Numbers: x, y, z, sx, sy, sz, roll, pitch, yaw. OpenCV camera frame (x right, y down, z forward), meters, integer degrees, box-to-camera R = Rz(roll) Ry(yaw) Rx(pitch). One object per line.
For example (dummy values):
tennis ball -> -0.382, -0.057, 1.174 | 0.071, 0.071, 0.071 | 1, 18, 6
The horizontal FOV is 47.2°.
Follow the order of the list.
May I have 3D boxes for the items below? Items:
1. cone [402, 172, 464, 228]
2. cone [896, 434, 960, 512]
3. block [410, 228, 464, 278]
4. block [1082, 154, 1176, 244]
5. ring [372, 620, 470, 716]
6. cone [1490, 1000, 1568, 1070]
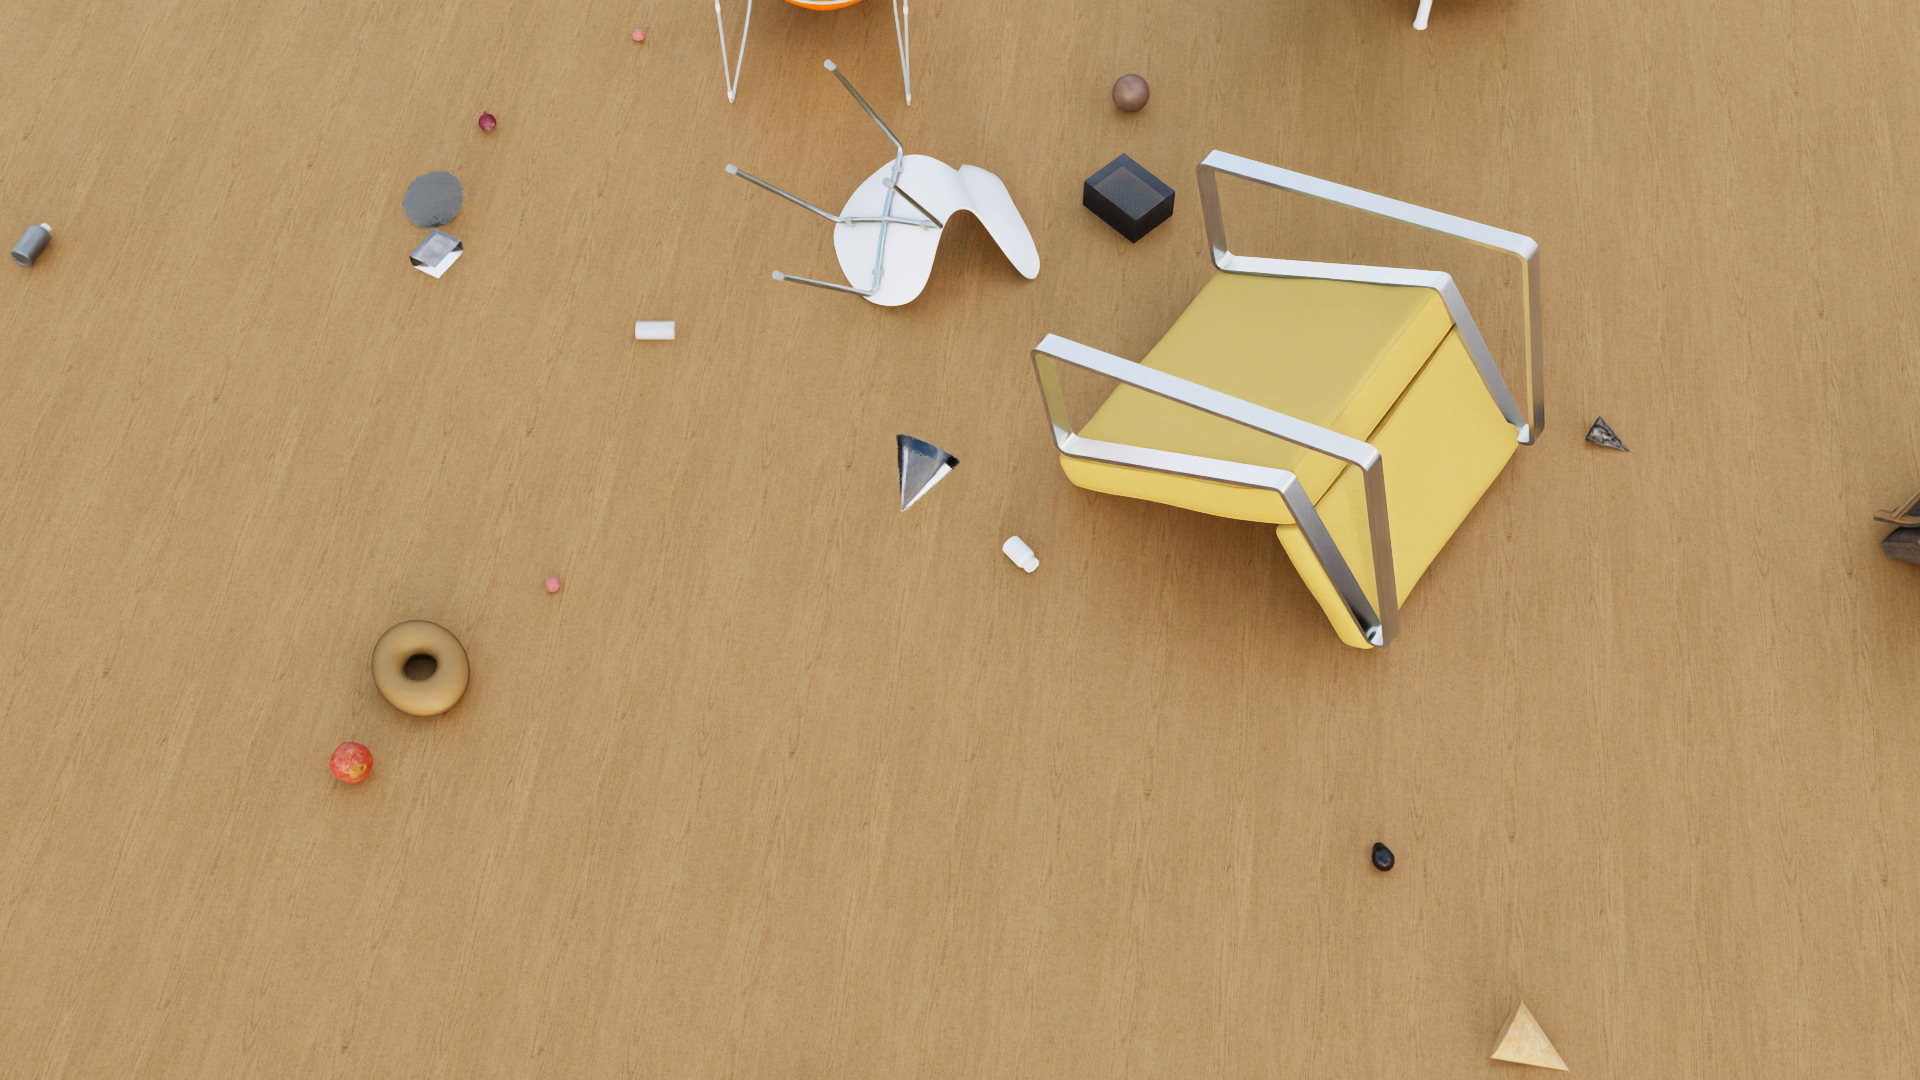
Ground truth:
cone -> -1.741, -1.139, 7.294 | 0.211, 0.172, 0.120 | -35, 19, 5
cone -> -0.136, -0.180, 6.652 | 0.212, 0.135, 0.214 | 24, 78, -8
block -> -1.706, -0.935, 7.170 | 0.106, 0.052, 0.137 | 26, 60, 16
block -> 0.557, -1.129, 7.263 | 0.185, 0.114, 0.237 | -38, 64, -22
ring -> -1.536, 0.364, 6.261 | 0.264, 0.115, 0.320 | -33, 61, -18
cone -> 1.489, 1.314, 5.668 | 0.191, 0.082, 0.188 | 34, 60, 7
